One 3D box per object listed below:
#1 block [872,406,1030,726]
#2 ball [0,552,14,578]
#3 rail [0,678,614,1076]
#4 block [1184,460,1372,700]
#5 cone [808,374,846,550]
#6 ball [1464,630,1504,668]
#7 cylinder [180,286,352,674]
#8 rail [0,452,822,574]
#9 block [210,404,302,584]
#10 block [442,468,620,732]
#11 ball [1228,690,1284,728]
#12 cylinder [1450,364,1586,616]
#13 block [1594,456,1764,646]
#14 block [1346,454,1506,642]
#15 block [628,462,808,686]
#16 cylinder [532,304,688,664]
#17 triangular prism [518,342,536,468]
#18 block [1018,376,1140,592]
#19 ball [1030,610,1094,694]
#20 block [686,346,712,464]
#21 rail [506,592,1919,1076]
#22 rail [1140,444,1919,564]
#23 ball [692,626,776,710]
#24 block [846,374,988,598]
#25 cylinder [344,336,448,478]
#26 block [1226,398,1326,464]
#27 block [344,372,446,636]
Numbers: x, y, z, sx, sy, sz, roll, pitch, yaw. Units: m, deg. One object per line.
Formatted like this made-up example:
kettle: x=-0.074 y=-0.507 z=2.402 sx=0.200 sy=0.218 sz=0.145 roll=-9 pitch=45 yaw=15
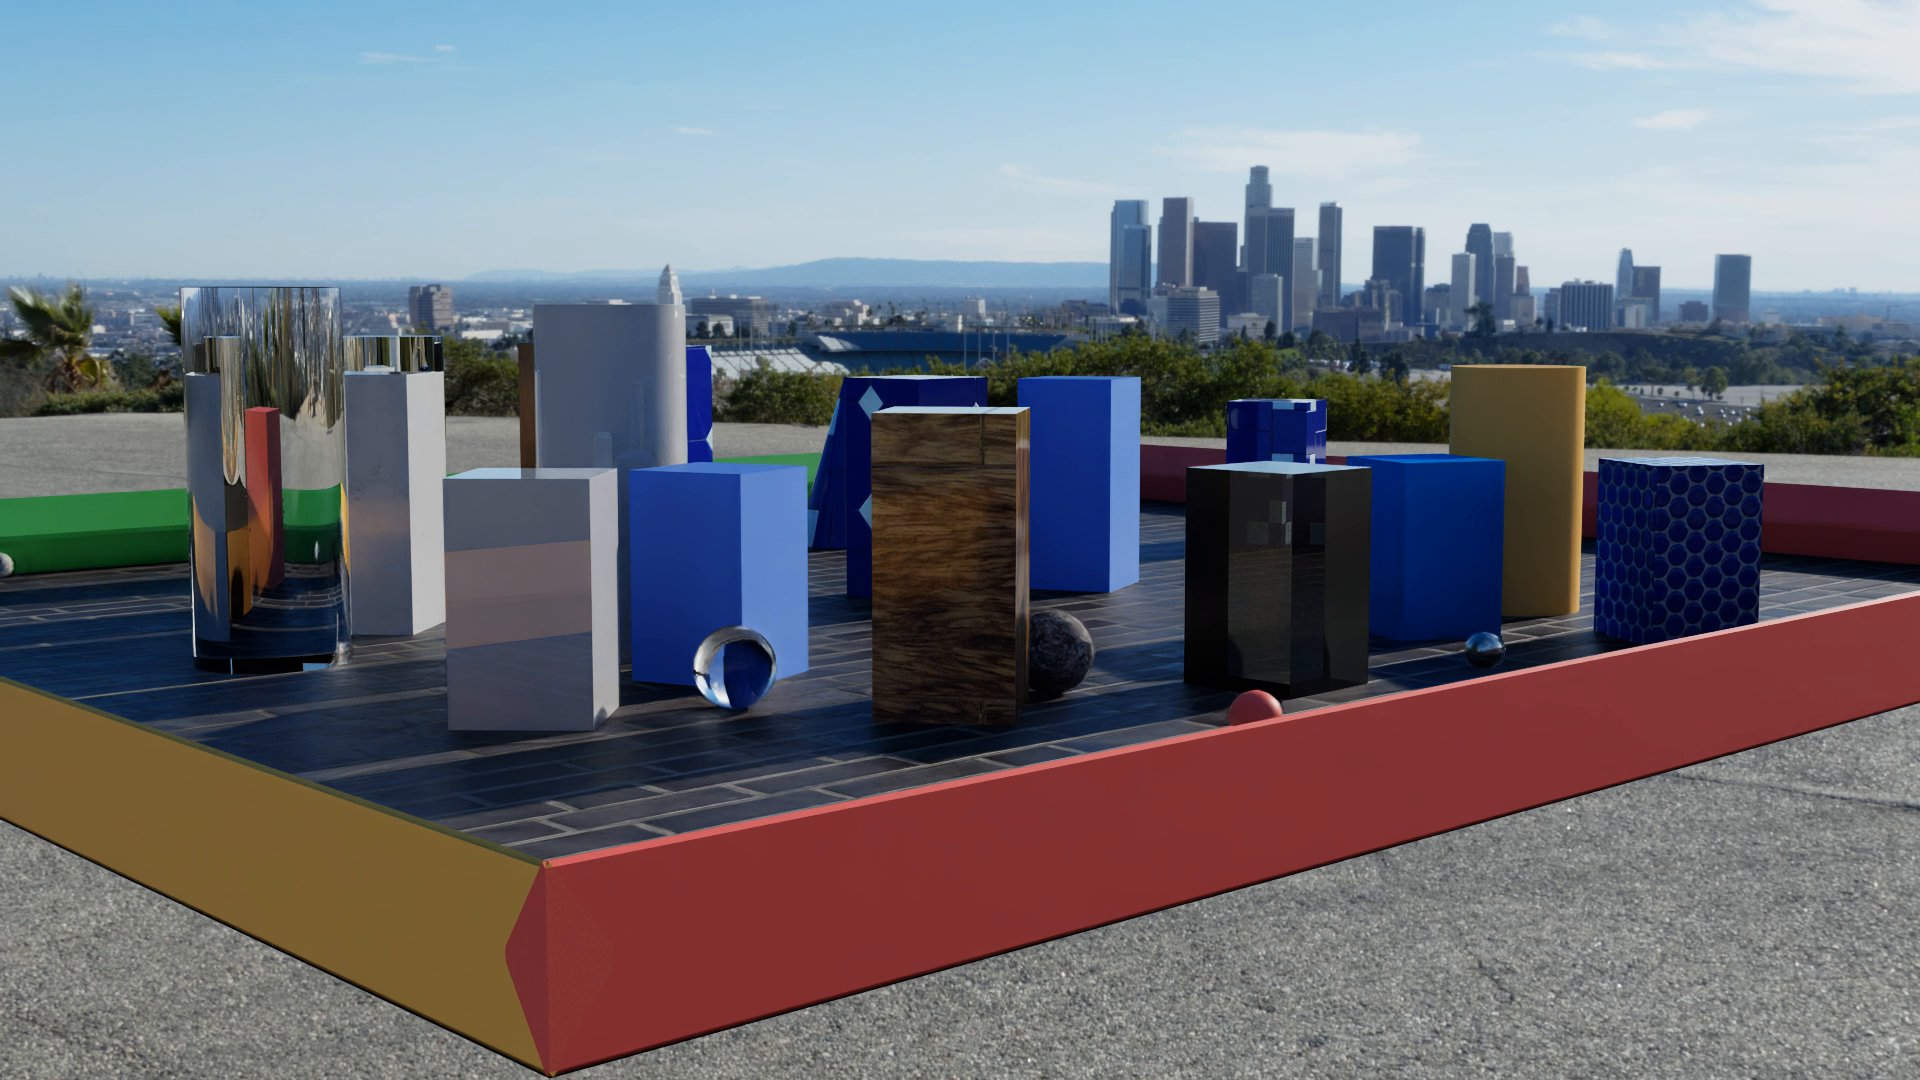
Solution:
block: x=-0.008 y=0.024 z=2.432 sx=0.155 sy=0.334 sz=0.155 roll=1 pitch=6 yaw=7
ball: x=-1.596 y=0.042 z=3.654 sx=0.043 sy=0.043 sz=0.043 roll=0 pitch=6 yaw=0
rail: x=-1.145 y=0.143 z=2.282 sx=0.045 sy=0.126 sz=2.724 roll=-5 pitch=8 yaw=-42
block: x=0.377 y=0.043 z=2.611 sx=0.155 sy=0.259 sz=0.155 roll=6 pitch=8 yaw=45
cone: x=-0.217 y=-0.154 z=4.177 sx=0.194 sy=0.323 sz=0.194 roll=0 pitch=6 yaw=0
ball: x=0.651 y=0.136 z=2.735 sx=0.047 sy=0.047 sz=0.047 roll=0 pitch=6 yaw=0
cylinder: x=-0.871 y=-0.080 z=2.766 sx=0.194 sy=0.472 sz=0.194 roll=0 pitch=6 yaw=0
rail: x=-0.907 y=-0.070 z=4.310 sx=3.162 sy=0.126 sz=0.045 roll=-5 pitch=8 yaw=-42
block: x=-1.132 y=-0.080 z=3.665 sx=0.155 sy=0.282 sz=0.155 roll=5 pitch=8 yaw=39
block: x=-0.463 y=0.061 z=2.396 sx=0.155 sy=0.268 sz=0.155 roll=0 pitch=6 yaw=2
ball: x=0.303 y=0.182 z=2.257 sx=0.056 sy=0.056 sz=0.056 roll=0 pitch=6 yaw=0
cylinder: x=0.826 y=-0.078 z=3.275 sx=0.194 sy=0.360 sz=0.194 roll=0 pitch=6 yaw=0
block: x=0.973 y=0.013 z=2.986 sx=0.155 sy=0.240 sz=0.155 roll=-1 pitch=6 yaw=-12
block: x=0.641 y=0.007 z=3.046 sx=0.155 sy=0.240 sz=0.155 roll=-2 pitch=6 yaw=-20
block: x=-0.291 y=0.039 z=2.670 sx=0.155 sy=0.254 sz=0.155 roll=3 pitch=7 yaw=26
cylinder: x=-0.450 y=-0.078 z=2.845 sx=0.194 sy=0.450 sz=0.194 roll=0 pitch=6 yaw=0
triangular prism: x=-0.603 y=-0.126 z=3.585 sx=0.168 sy=0.390 sz=0.146 roll=4 pitch=7 yaw=36
block: x=0.193 y=-0.094 z=3.550 sx=0.155 sy=0.335 sz=0.155 roll=2 pitch=6 yaw=22
ball: x=0.106 y=0.130 z=2.556 sx=0.097 sy=0.097 sz=0.097 roll=0 pitch=6 yaw=0
block: x=-0.558 y=-0.164 z=4.012 sx=0.155 sy=0.378 sz=0.155 roll=3 pitch=6 yaw=23
rail: x=0.907 y=0.135 z=2.354 sx=3.162 sy=0.126 sz=0.045 roll=-5 pitch=8 yaw=-42
rail: x=1.145 y=-0.077 z=4.382 sx=0.045 sy=0.126 sz=2.724 roll=-5 pitch=8 yaw=-42
ball: x=-0.252 y=0.142 z=2.456 sx=0.094 sy=0.094 sz=0.094 roll=0 pitch=6 yaw=0
block: x=-0.067 y=-0.083 z=3.426 sx=0.155 sy=0.340 sz=0.155 roll=5 pitch=8 yaw=42
cylinder: x=-0.879 y=-0.107 z=3.341 sx=0.194 sy=0.404 sz=0.194 roll=0 pitch=6 yaw=0
block: x=0.610 y=-0.134 z=4.243 sx=0.155 sy=0.270 sz=0.155 roll=3 pitch=6 yaw=23
block: x=-0.820 y=-0.055 z=3.081 sx=0.155 sy=0.356 sz=0.155 roll=1 pitch=6 yaw=5
